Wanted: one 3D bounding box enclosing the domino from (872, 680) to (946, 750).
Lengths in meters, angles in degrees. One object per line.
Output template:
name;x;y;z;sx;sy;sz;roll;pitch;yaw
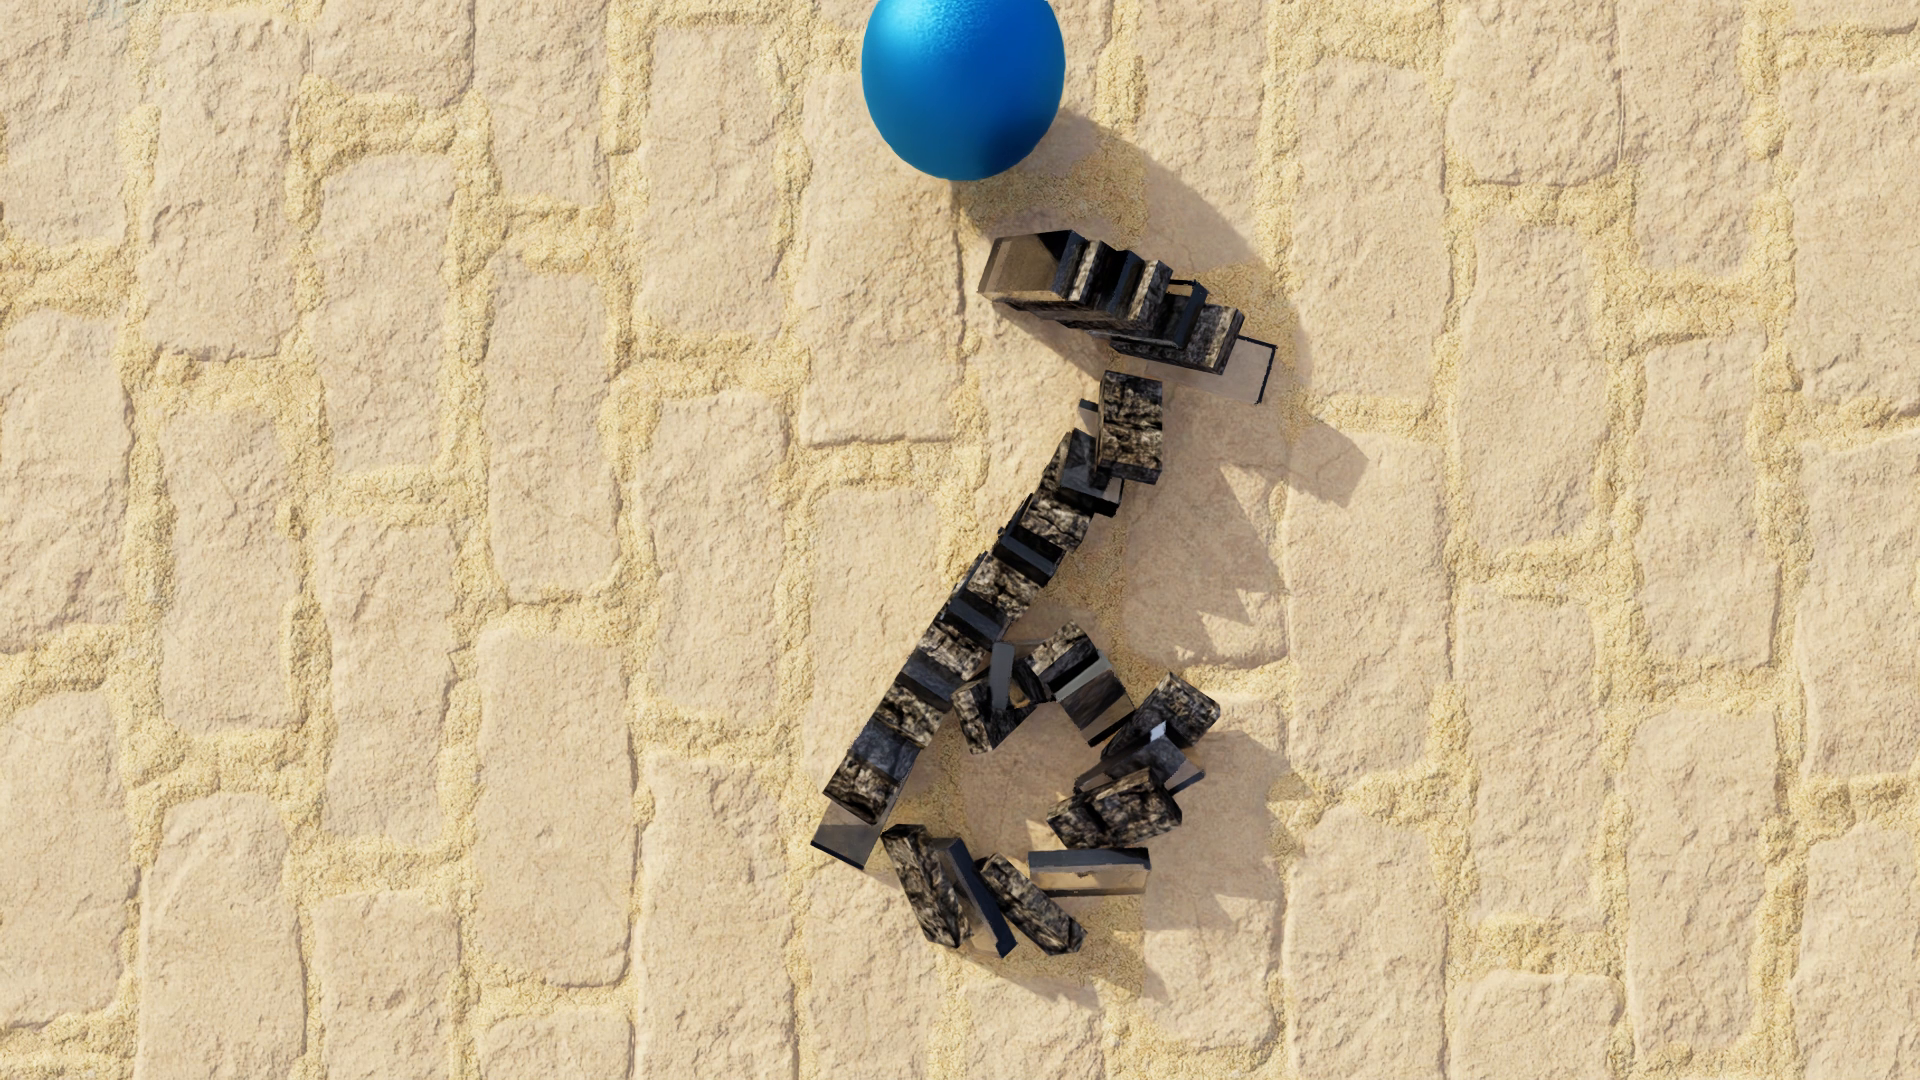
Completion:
domino;-0.013;0.059;0.383;0.025;0.009;0.050;33;58;0

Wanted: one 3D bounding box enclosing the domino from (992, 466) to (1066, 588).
domino;0.035;-0.006;0.381;0.025;0.010;0.050;33;53;0

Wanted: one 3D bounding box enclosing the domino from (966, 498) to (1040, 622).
domino;0.026;0.007;0.381;0.025;0.010;0.050;34;53;1

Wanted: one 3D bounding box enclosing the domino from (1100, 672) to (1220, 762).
domino;0.084;0.082;0.386;0.025;0.009;0.050;34;114;0

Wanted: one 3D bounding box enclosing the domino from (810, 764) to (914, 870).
domino;-0.042;0.113;0.395;0.025;0.010;0.050;26;90;0

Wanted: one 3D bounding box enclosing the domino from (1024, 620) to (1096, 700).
domino;0.047;0.054;0.377;0.025;0.050;0.010;-40;51;-2

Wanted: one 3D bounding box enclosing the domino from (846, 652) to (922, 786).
domino;-0.023;0.074;0.383;0.025;0.009;0.050;33;60;0

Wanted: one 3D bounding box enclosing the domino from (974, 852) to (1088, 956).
domino;0.027;0.154;0.387;0.050;0.025;0.010;42;55;0

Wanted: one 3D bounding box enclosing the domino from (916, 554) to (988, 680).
domino;0.005;0.031;0.381;0.025;0.009;0.050;35;53;1

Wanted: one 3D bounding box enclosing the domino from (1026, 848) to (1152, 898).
domino;0.054;0.141;0.388;0.050;0.025;0.009;-2;46;0

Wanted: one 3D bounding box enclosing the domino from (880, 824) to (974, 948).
domino;-0.014;0.145;0.387;0.010;0.025;0.050;-24;90;-35

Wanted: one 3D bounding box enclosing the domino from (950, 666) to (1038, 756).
domino;0.015;0.066;0.375;0.009;0.050;0.025;-20;91;27

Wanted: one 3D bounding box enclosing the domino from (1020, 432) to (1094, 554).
domino;0.046;-0.020;0.381;0.025;0.010;0.050;29;54;0

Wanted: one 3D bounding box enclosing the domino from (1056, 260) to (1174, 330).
domino;0.062;-0.100;0.377;0.010;0.050;0.025;20;90;-36

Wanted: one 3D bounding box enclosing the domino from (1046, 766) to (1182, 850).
domino;0.064;0.115;0.382;0.050;0.010;0.025;-30;102;26

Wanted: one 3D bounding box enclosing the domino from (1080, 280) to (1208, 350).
domino;0.075;-0.094;0.378;0.010;0.050;0.025;19;92;-42

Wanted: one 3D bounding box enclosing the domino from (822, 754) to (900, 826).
domino;-0.033;0.091;0.384;0.025;0.010;0.050;33;61;0

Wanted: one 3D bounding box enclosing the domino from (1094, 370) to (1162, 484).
domino;0.070;-0.047;0.381;0.025;0.009;0.050;11;55;-3

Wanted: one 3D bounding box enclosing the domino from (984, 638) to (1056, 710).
domino;0.028;0.054;0.376;0.010;0.050;0.025;8;90;30

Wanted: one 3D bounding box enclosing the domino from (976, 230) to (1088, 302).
domino;0.029;-0.112;0.377;0.010;0.050;0.025;20;90;-36

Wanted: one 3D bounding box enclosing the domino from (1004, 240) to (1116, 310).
domino;0.040;-0.108;0.377;0.010;0.050;0.025;20;90;-36

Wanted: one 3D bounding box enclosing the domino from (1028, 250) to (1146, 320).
domino;0.051;-0.104;0.377;0.009;0.050;0.025;20;90;-36

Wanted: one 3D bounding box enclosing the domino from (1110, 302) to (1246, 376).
domino;0.089;-0.086;0.380;0.050;0.010;0.025;23;93;39

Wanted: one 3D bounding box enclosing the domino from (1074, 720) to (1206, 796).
domino;0.075;0.099;0.383;0.025;0.009;0.050;46;117;-6

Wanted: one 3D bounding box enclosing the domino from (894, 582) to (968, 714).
domino;-0.004;0.044;0.381;0.025;0.010;0.050;33;53;0

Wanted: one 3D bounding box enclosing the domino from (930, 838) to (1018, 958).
domino;0.002;0.151;0.387;0.010;0.025;0.050;-28;90;-35

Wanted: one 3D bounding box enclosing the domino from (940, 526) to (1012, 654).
domino;0.015;0.020;0.380;0.025;0.009;0.050;34;53;1

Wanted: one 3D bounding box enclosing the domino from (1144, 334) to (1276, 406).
domino;0.108;-0.078;0.395;0.050;0.010;0.025;16;90;0

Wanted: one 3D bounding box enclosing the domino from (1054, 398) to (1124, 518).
domino;0.057;-0.035;0.381;0.025;0.010;0.050;18;54;-1

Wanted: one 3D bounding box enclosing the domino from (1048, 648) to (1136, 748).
domino;0.056;0.066;0.378;0.025;0.050;0.009;-34;50;0

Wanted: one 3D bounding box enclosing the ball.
ball;0.001;-0.184;0.360;0.080;0.080;0.080;0;90;0
